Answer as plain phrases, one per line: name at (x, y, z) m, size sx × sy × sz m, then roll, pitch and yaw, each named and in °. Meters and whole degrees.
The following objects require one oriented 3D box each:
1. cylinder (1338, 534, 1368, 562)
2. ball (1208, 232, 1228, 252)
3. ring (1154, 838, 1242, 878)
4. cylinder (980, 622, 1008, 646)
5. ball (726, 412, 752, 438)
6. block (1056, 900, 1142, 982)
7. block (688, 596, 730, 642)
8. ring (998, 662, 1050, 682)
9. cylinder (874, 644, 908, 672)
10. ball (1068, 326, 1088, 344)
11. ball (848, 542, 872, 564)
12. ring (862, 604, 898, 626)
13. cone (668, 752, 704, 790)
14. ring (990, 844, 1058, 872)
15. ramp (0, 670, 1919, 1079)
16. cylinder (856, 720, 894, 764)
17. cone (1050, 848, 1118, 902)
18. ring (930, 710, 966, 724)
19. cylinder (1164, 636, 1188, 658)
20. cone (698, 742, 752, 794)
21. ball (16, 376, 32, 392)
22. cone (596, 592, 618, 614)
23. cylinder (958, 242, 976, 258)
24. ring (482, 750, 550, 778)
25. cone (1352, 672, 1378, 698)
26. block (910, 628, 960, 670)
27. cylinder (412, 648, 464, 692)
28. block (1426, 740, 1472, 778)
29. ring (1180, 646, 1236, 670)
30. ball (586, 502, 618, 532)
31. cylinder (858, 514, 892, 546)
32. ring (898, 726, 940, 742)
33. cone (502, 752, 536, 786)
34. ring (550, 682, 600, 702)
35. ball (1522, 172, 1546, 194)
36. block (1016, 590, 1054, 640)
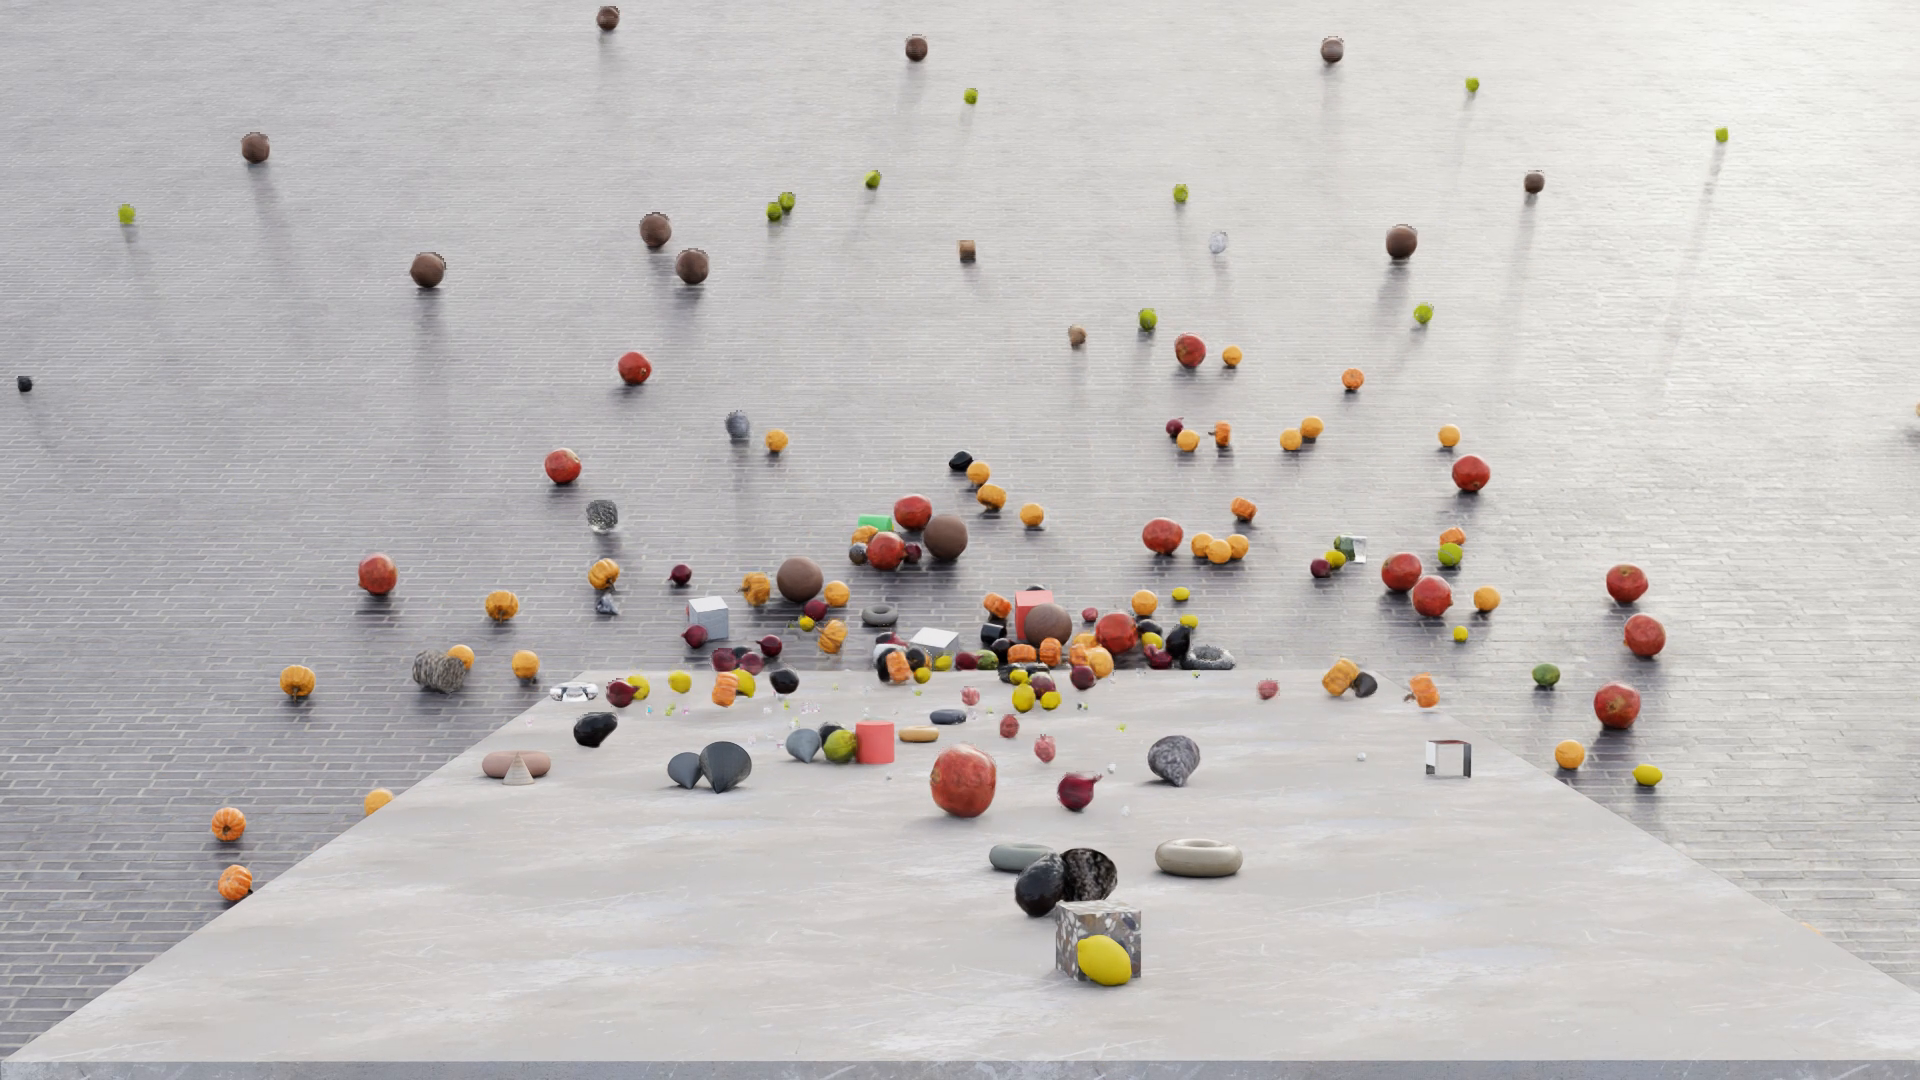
cylinder at (1.132, 0.025, 7.414) m, size 0.076 × 0.076 × 0.076 m, roll 4°, pitch 23°, yaw 9°
ball at (1.036, -1.195, 10.337) m, size 0.082 × 0.082 × 0.082 m, roll 0°, pitch 23°, yaw 0°
ring at (0.334, 0.444, 3.601) m, size 0.123 × 0.041 × 0.123 m, roll 1°, pitch 2°, yaw 0°
cylinder at (0.091, 0.253, 6.895) m, size 0.053 × 0.053 × 0.053 m, roll 11°, pitch 25°, yaw 25°
ball at (-0.720, -0.374, 8.365) m, size 0.081 × 0.081 × 0.081 m, roll 0°, pitch 23°, yaw 0°
block at (0.158, 0.457, 2.940) m, size 0.076 × 0.076 × 0.076 m, roll -1°, pitch 3°, yaw -17°
block at (-0.678, 0.212, 6.952) m, size 0.086 × 0.086 × 0.086 m, roll -8°, pitch 24°, yaw -19°
ring at (0.156, 0.322, 6.271) m, size 0.126 × 0.042 × 0.126 m, roll -4°, pitch 2°, yaw 0°
cylinder at (-0.174, 0.298, 6.495) m, size 0.069 × 0.069 × 0.069 m, roll 2°, pitch 22°, yaw 17°
ball at (0.424, -0.737, 9.258) m, size 0.067 × 0.067 × 0.067 m, roll 0°, pitch 23°, yaw 0°
ball at (-0.287, 0.038, 7.397) m, size 0.065 × 0.065 × 0.065 m, roll 0°, pitch 23°, yaw 0°
ring at (-0.219, 0.206, 7.035) m, size 0.101 × 0.034 × 0.101 m, roll 1°, pitch 22°, yaw 0°
cone at (-0.468, 0.412, 4.438) m, size 0.067 × 0.067 × 0.067 m, roll -4°, pitch 30°, yaw -10°
ring at (0.089, 0.447, 3.628) m, size 0.097 × 0.032 × 0.097 m, roll 2°, pitch -1°, yaw 0°
ramp at (0.052, 0.472, 4.536) m, size 2.000 × 0.100 × 4.000 m, roll 0°, pitch 3°, yaw 0°
cylinder at (-0.158, 0.375, 4.779) m, size 0.072 × 0.072 × 0.072 m, roll 0°, pitch 3°, yaw 0°
cone at (0.157, 0.458, 3.301) m, size 0.090 × 0.090 × 0.090 m, roll 2°, pitch 29°, yaw 4°
ring at (-0.024, 0.371, 5.402) m, size 0.077 × 0.026 × 0.077 m, roll -1°, pitch 3°, yaw 0°
cylinder at (0.572, 0.284, 6.826) m, size 0.051 × 0.051 × 0.051 m, roll 8°, pitch 24°, yaw 19°
cone at (-0.408, 0.408, 4.399) m, size 0.093 × 0.093 × 0.093 m, roll 2°, pitch 29°, yaw 4°
ball at (-3.192, -0.531, 8.782) m, size 0.052 × 0.052 × 0.052 m, roll 0°, pitch 23°, yaw 0°
cone at (-0.960, 0.188, 7.085) m, size 0.061 × 0.061 × 0.061 m, roll 37°, pitch 35°, yaw 14°
cylinder at (0.027, -1.158, 10.275) m, size 0.063 × 0.063 × 0.063 m, roll -4°, pitch 23°, yaw -9°
ring at (-0.792, 0.400, 4.595) m, size 0.122 × 0.041 × 0.122 m, roll 0°, pitch 1°, yaw 0°
cone at (0.919, 0.345, 5.902) m, size 0.061 × 0.061 × 0.061 m, roll 11°, pitch 33°, yaw 26°
block at (-0.067, 0.299, 6.725) m, size 0.099 × 0.099 × 0.099 m, roll 9°, pitch 24°, yaw 21°
cylinder at (-1.346, 0.337, 6.640) m, size 0.094 × 0.094 × 0.094 m, roll 15°, pitch 27°, yaw 31°
block at (0.869, 0.390, 4.574) m, size 0.061 × 0.061 × 0.061 m, roll -1°, pitch 3°, yaw -11°
ring at (0.649, 0.321, 6.740) m, size 0.146 × 0.049 × 0.146 m, roll 1°, pitch 23°, yaw -1°
ball at (-1.058, -0.068, 7.615) m, size 0.095 × 0.095 × 0.095 m, roll 0°, pitch 23°, yaw 0°
cylinder at (-0.250, -0.030, 7.535) m, size 0.086 × 0.086 × 0.086 m, roll 4°, pitch 23°, yaw 9°
ring at (-0.081, 0.384, 5.094) m, size 0.081 × 0.027 × 0.081 m, roll -1°, pitch 2°, yaw 0°
cone at (-0.771, 0.396, 4.490) m, size 0.058 × 0.058 × 0.058 m, roll 0°, pitch 3°, yaw 0°
ring at (-0.877, 0.345, 5.850) m, size 0.111 × 0.037 × 0.111 m, roll -1°, pitch 3°, yaw 0°
ball at (2.496, -1.555, 11.186) m, size 0.095 × 0.095 × 0.095 m, roll 0°, pitch 23°, yaw 0°
block at (0.202, 0.202, 6.959) m, size 0.098 × 0.098 × 0.098 m, roll -1°, pitch 23°, yaw -3°
